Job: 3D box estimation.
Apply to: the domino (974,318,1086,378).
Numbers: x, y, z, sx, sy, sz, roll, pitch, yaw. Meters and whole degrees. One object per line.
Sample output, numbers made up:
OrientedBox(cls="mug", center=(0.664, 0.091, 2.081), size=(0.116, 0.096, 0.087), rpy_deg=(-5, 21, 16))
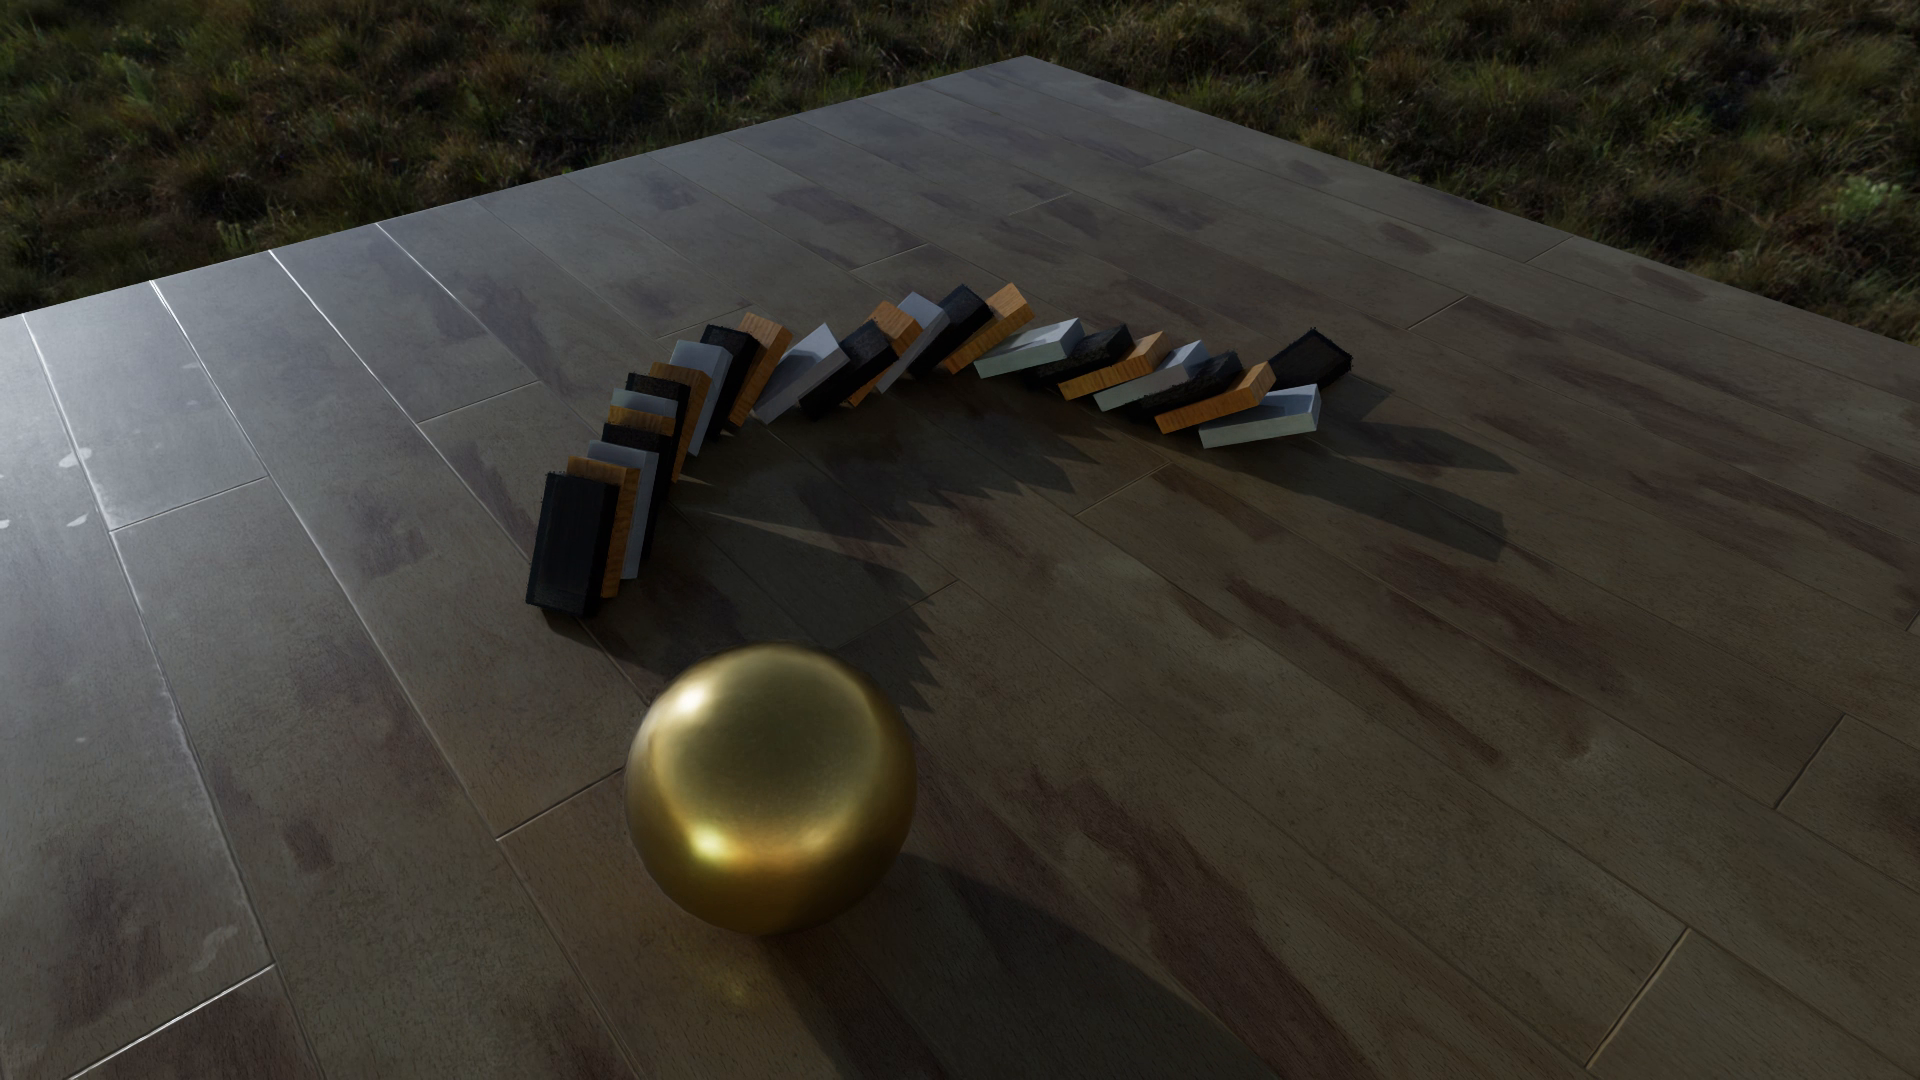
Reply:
OrientedBox(cls="domino", center=(0.034, -0.094, 0.541), size=(0.050, 0.009, 0.025), rpy_deg=(-8, 30, 36))

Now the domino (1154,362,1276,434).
OrientedBox(cls="domino", center=(0.116, -0.064, 0.500), size=(0.050, 0.010, 0.025), rpy_deg=(-15, 23, 44))

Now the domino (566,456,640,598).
OrientedBox(cls="domino", center=(-0.140, -0.005, 0.421), size=(0.025, 0.050, 0.009), rpy_deg=(12, 4, 15))

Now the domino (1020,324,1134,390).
OrientedBox(cls="domino", center=(0.056, -0.088, 0.532), size=(0.050, 0.009, 0.025), rpy_deg=(-11, 27, 40))

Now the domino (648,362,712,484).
OrientedBox(cls="domino", center=(-0.130, -0.052, 0.485), size=(0.025, 0.009, 0.050), rpy_deg=(13, 78, 15))

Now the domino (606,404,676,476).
OrientedBox(cls="domino", center=(-0.134, -0.028, 0.449), size=(0.025, 0.050, 0.009), rpy_deg=(13, 3, 15))

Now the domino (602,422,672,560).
OrientedBox(cls="domino", center=(-0.133, -0.019, 0.439), size=(0.025, 0.050, 0.010), rpy_deg=(13, 4, 15))

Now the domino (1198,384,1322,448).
OrientedBox(cls="domino", center=(0.135, -0.056, 0.496), size=(0.050, 0.010, 0.025), rpy_deg=(-8, 33, 30))

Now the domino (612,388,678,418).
OrientedBox(cls="domino", center=(-0.136, -0.036, 0.459), size=(0.025, 0.050, 0.010), rpy_deg=(13, 3, 15))

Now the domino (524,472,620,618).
OrientedBox(cls="domino", center=(-0.145, 0.002, 0.413), size=(0.025, 0.050, 0.009), rpy_deg=(12, 4, 15))

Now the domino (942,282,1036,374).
OrientedBox(cls="domino", center=(0.011, -0.107, 0.553), size=(0.050, 0.009, 0.025), rpy_deg=(-34, 39, 8))

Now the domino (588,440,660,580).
OrientedBox(cls="domino", center=(-0.135, -0.012, 0.430), size=(0.025, 0.050, 0.010), rpy_deg=(12, 4, 15))

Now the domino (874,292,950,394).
OrientedBox(cls="domino", center=(-0.031, -0.098, 0.545), size=(0.050, 0.009, 0.025), rpy_deg=(-47, 53, -6))

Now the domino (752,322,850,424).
OrientedBox(cls="domino", center=(-0.078, -0.079, 0.520), size=(0.050, 0.010, 0.025), rpy_deg=(-36, 43, 6))

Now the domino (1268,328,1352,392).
OrientedBox(cls="domino", center=(0.157, -0.077, 0.520), size=(0.050, 0.009, 0.025), rpy_deg=(-35, 54, -6))

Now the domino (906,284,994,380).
OrientedBox(cls="domino", center=(-0.010, -0.104, 0.551), size=(0.050, 0.009, 0.025), rpy_deg=(-40, 45, 0))

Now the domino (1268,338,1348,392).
OrientedBox(cls="domino", center=(0.167, -0.082, 0.544), size=(0.025, 0.010, 0.050), rpy_deg=(30, 48, 32))

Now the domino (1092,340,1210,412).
OrientedBox(cls="domino", center=(0.089, -0.077, 0.515), size=(0.050, 0.010, 0.025), rpy_deg=(-16, 23, 43))

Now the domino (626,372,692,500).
OrientedBox(cls="domino", center=(-0.133, -0.044, 0.470), size=(0.025, 0.050, 0.009), rpy_deg=(13, 1, 15))

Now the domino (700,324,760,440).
OrientedBox(cls="domino", center=(-0.115, -0.073, 0.509), size=(0.025, 0.009, 0.050), rpy_deg=(17, 80, 26))

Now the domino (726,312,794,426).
OrientedBox(cls="domino", center=(-0.102, -0.081, 0.518), size=(0.025, 0.010, 0.050), rpy_deg=(27, 85, 33))

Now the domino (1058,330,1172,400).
OrientedBox(cls="domino", center=(0.073, -0.083, 0.524), size=(0.050, 0.010, 0.025), rpy_deg=(-14, 25, 41))

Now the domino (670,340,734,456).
OrientedBox(cls="domino", center=(-0.124, -0.065, 0.498), size=(0.025, 0.010, 0.050), rpy_deg=(13, 78, 23))

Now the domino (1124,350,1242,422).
OrientedBox(cls="domino", center=(0.103, -0.071, 0.508), size=(0.050, 0.009, 0.025), rpy_deg=(-15, 23, 43))

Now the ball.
OrientedBox(cls="ball", center=(-0.052, 0.067, 0.306), size=(0.080, 0.080, 0.080), rpy_deg=(0, 39, 0))

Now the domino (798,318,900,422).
OrientedBox(cls="domino", center=(-0.055, -0.081, 0.521), size=(0.050, 0.009, 0.025), rpy_deg=(-36, 48, 6))

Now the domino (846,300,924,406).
OrientedBox(cls="domino", center=(-0.044, -0.091, 0.534), size=(0.050, 0.010, 0.025), rpy_deg=(-49, 53, -4))
